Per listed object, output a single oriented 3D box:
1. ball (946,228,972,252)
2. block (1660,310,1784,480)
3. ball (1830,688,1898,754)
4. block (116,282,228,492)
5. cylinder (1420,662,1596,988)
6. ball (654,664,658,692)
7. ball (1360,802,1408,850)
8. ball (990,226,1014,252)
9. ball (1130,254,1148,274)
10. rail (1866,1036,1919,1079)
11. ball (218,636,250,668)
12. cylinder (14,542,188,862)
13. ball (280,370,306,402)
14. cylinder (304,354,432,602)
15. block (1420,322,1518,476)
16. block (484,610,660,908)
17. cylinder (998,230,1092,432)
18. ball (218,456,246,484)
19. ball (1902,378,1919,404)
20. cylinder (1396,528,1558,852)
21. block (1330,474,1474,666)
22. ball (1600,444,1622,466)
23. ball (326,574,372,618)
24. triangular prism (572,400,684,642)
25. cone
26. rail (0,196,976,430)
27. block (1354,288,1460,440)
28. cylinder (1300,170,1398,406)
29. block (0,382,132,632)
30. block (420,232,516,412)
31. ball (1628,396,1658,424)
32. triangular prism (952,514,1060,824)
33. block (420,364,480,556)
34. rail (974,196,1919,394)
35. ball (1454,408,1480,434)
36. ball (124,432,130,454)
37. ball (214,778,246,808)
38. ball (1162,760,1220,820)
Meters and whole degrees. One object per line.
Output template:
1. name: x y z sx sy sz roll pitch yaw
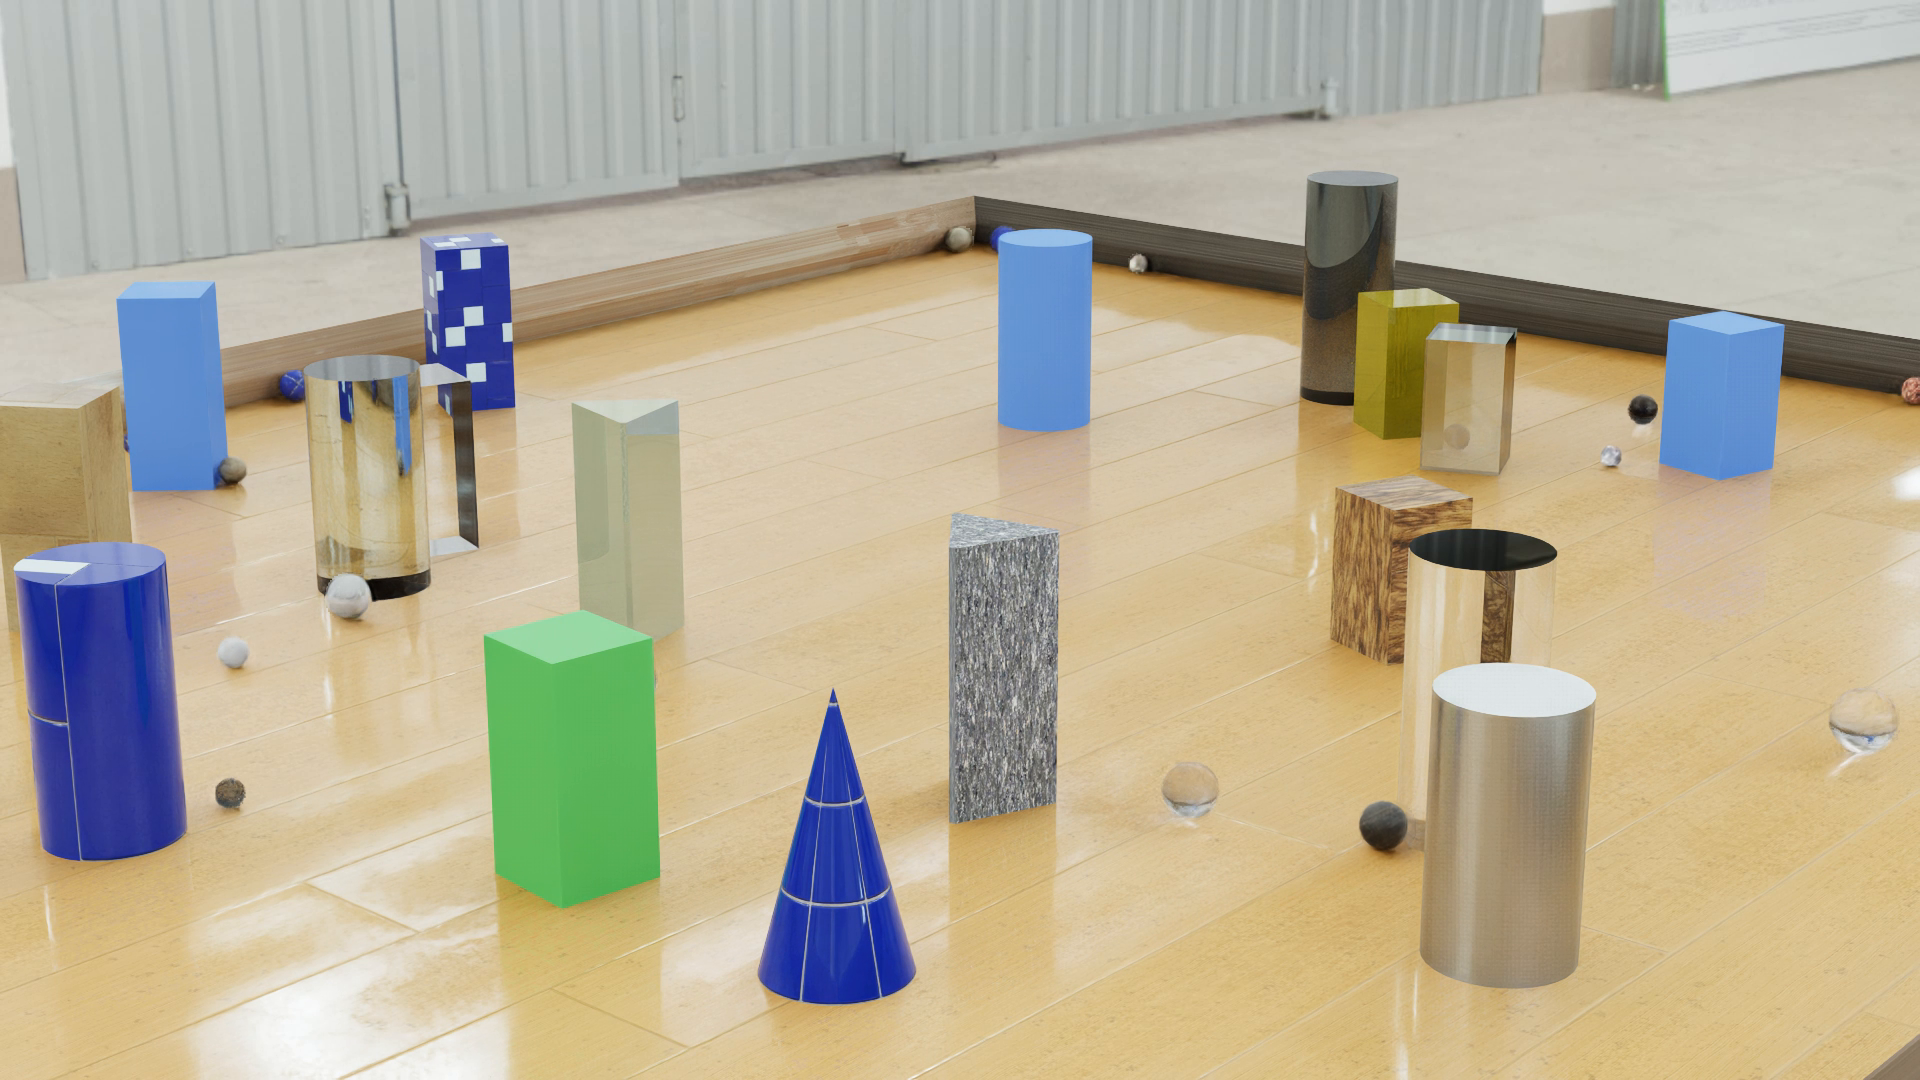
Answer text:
1. ball: -0.004 -0.826 8.077 0.069 0.069 0.069 0 17 0
2. block: 1.535 -0.293 5.912 0.159 0.297 0.159 -11 20 -33
3. ball: 1.351 0.270 4.384 0.099 0.099 0.099 0 17 0
4. block: -1.554 -0.305 5.798 0.159 0.386 0.159 -1 17 -3
5. cylinder: 0.682 0.354 3.660 0.199 0.356 0.199 0 17 0
6. ball: -0.518 0.215 4.579 0.093 0.093 0.093 0 17 0
7. ball: 0.583 0.393 4.034 0.067 0.067 0.067 0 17 0
8. ball: 0.121 -0.825 8.060 0.076 0.076 0.076 0 17 0
9. ball: 0.476 -0.733 7.799 0.052 0.052 0.052 0 17 0
10. rail: 1.562 0.423 3.822 0.045 0.129 4.937 14 22 39
11. ball: -1.180 0.182 4.763 0.051 0.051 0.051 0 17 0
12. cylinder: -1.180 0.221 4.036 0.199 0.396 0.199 0 17 0
13. ball: -1.465 -0.340 6.465 0.067 0.067 0.067 0 17 0
14. cylinder: -1.037 -0.110 5.139 0.199 0.393 0.199 0 17 0
15. block: 1.029 -0.286 5.936 0.159 0.270 0.159 5 18 18
16. block: -0.516 0.289 3.906 0.159 0.340 0.159 -14 22 -40
17. cylinder: 0.181 -0.449 6.256 0.199 0.397 0.199 0 17 0
18. ball: -1.444 -0.138 5.818 0.054 0.054 0.054 0 17 0
19. ball: 2.098 -0.328 6.441 0.059 0.059 0.059 0 17 0
20. cylinder: 0.709 0.211 4.035 0.199 0.414 0.199 0 17 0
21. block: 0.727 0.048 4.838 0.159 0.264 0.159 -9 19 -28
22. ball: 1.322 -0.172 5.950 0.043 0.043 0.043 0 17 0
23. ball: -1.043 0.096 5.005 0.075 0.075 0.075 0 17 0
24. triangular prism: -0.530 -0.033 4.880 0.149 0.394 0.172 -12 20 -34
25. cone: -0.154 0.358 3.612 0.199 0.377 0.199 0 17 0
26. rail: -1.562 -0.359 6.418 0.045 0.129 4.937 14 22 39
27. block: 0.943 -0.374 6.205 0.159 0.283 0.159 -5 17 -15
28. cylinder: 0.855 -0.556 6.457 0.199 0.486 0.199 0 17 0
29. block: -1.512 -0.053 4.948 0.159 0.394 0.159 3 17 9
30. block: -1.076 -0.476 6.412 0.159 0.360 0.159 -7 18 -21
31. ball: 1.461 -0.279 6.273 0.062 0.062 0.062 0 17 0
32. triangular prism: 0.028 0.174 4.173 0.172 0.405 0.149 -9 19 -27
33. block: -0.995 -0.144 5.381 0.159 0.319 0.159 -10 19 -29
34. rail: 1.603 -0.500 6.887 4.183 0.129 0.045 14 22 39
35. ball: 1.071 -0.250 6.190 0.055 0.055 0.055 0 17 0
36. ball: -1.712 -0.201 6.047 0.043 0.043 0.043 0 17 0
37. ball: -1.041 0.361 4.181 0.043 0.043 0.043 0 17 0
38. ball: 0.326 0.353 4.141 0.082 0.082 0.082 0 17 0
